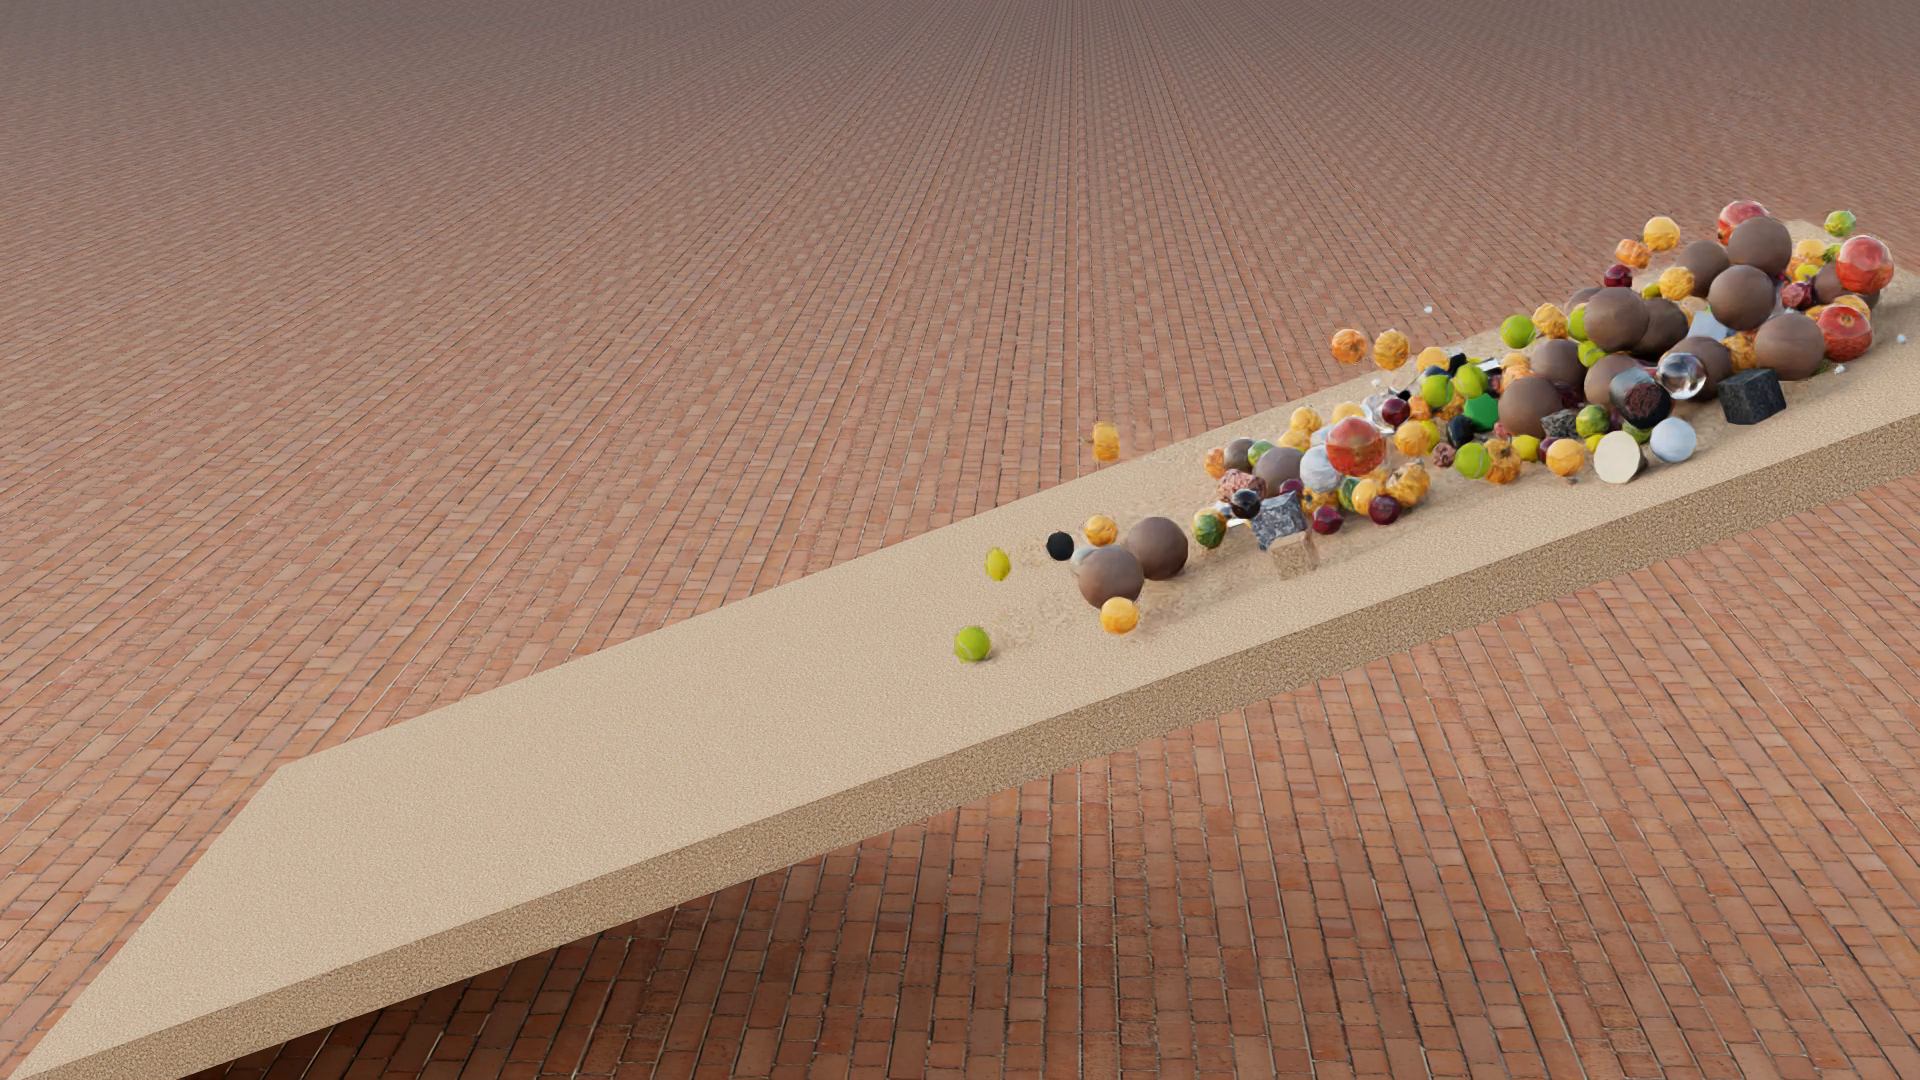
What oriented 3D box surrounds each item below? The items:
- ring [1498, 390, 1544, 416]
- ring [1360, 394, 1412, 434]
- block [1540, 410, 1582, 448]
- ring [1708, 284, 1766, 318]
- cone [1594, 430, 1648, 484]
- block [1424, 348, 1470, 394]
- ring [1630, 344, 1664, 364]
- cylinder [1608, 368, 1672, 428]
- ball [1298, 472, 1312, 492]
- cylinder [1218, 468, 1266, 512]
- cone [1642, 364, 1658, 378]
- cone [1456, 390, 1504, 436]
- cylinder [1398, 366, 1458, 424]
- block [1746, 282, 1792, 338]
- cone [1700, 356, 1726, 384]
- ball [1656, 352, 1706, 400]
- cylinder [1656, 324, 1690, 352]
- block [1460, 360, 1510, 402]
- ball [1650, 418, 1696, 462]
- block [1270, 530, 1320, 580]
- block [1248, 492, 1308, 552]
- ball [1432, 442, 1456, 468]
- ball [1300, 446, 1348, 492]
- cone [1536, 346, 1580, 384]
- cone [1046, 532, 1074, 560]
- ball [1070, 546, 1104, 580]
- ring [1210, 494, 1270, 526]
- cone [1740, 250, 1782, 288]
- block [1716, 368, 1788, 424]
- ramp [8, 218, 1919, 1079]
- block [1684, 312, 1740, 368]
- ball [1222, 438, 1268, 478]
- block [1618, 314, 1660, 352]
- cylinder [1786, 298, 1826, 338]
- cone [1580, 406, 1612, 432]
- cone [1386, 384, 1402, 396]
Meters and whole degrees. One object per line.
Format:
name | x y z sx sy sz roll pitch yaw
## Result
ring | 1.181 -0.288 6.201 0.100 0.033 0.100 -20 12 4
ring | 0.910 -0.269 6.282 0.115 0.038 0.115 5 42 -5
block | 1.190 -0.221 5.822 0.055 0.055 0.055 -21 12 -2
ring | 1.675 -0.511 6.319 0.136 0.045 0.136 -20 13 5
cone | 1.241 -0.148 5.425 0.099 0.099 0.099 5 7 -42
block | 1.101 -0.375 6.615 0.084 0.084 0.084 -20 12 5
ring | 1.451 -0.392 6.219 0.075 0.025 0.075 -22 8 3
cylinder | 1.276 -0.267 5.520 0.091 0.091 0.091 -1 21 -5
ball | 0.738 -0.128 6.209 0.052 0.052 0.052 0 13 0
cylinder | 0.572 -0.101 5.966 0.071 0.071 0.071 -12 24 -42
cone | 1.393 -0.309 5.919 0.075 0.075 0.075 3 -11 13
cone | 1.072 -0.245 6.171 0.099 0.099 0.099 -13 -25 -44
cylinder | 1.021 -0.316 6.416 0.093 0.093 0.093 14 47 45
block | 1.672 -0.475 6.074 0.079 0.079 0.079 -17 12 19
cone | 1.512 -0.341 5.869 0.062 0.062 0.062 -9 16 -39
ball | 1.362 -0.311 5.556 0.091 0.091 0.091 0 13 0
cylinder | 1.498 -0.425 6.176 0.053 0.053 0.053 12 18 35
block | 1.137 -0.332 6.359 0.082 0.082 0.082 -19 12 8
ball | 1.303 -0.182 5.376 0.083 0.083 0.083 0 13 0
block | 0.640 0.029 5.622 0.067 0.067 0.067 -17 12 20
block | 0.636 -0.036 5.884 0.083 0.083 0.083 -17 12 24
ball | 0.983 -0.173 5.981 0.050 0.050 0.050 0 13 0
ball | 0.720 -0.141 5.832 0.094 0.094 0.094 0 13 0
cone | 1.276 -0.382 6.247 0.082 0.082 0.082 -16 14 0
cone | 0.231 0.008 6.413 0.065 0.065 0.065 5 12 21
ball | 0.268 0.048 6.184 0.072 0.072 0.072 0 13 0
ring | 0.591 -0.068 6.210 0.134 0.045 0.134 -21 12 4
cone | 1.744 -0.557 6.339 0.096 0.096 0.096 -5 57 -21
block | 1.473 -0.268 5.477 0.079 0.079 0.079 -26 12 -21
ramp | 0.118 0.176 6.295 4.000 0.100 2.000 -20 12 7
block | 1.504 -0.401 5.881 0.075 0.075 0.075 14 -20 32
ball | 0.629 -0.177 6.504 0.100 0.100 0.100 0 13 0
block | 1.468 -0.446 6.336 0.060 0.060 0.060 -26 9 -30
cylinder | 1.702 -0.447 5.917 0.060 0.060 0.060 -31 14 8
cone | 1.263 -0.234 5.823 0.059 0.059 0.059 11 16 16
cone | 0.997 -0.305 6.608 0.072 0.072 0.072 22 8 -16
